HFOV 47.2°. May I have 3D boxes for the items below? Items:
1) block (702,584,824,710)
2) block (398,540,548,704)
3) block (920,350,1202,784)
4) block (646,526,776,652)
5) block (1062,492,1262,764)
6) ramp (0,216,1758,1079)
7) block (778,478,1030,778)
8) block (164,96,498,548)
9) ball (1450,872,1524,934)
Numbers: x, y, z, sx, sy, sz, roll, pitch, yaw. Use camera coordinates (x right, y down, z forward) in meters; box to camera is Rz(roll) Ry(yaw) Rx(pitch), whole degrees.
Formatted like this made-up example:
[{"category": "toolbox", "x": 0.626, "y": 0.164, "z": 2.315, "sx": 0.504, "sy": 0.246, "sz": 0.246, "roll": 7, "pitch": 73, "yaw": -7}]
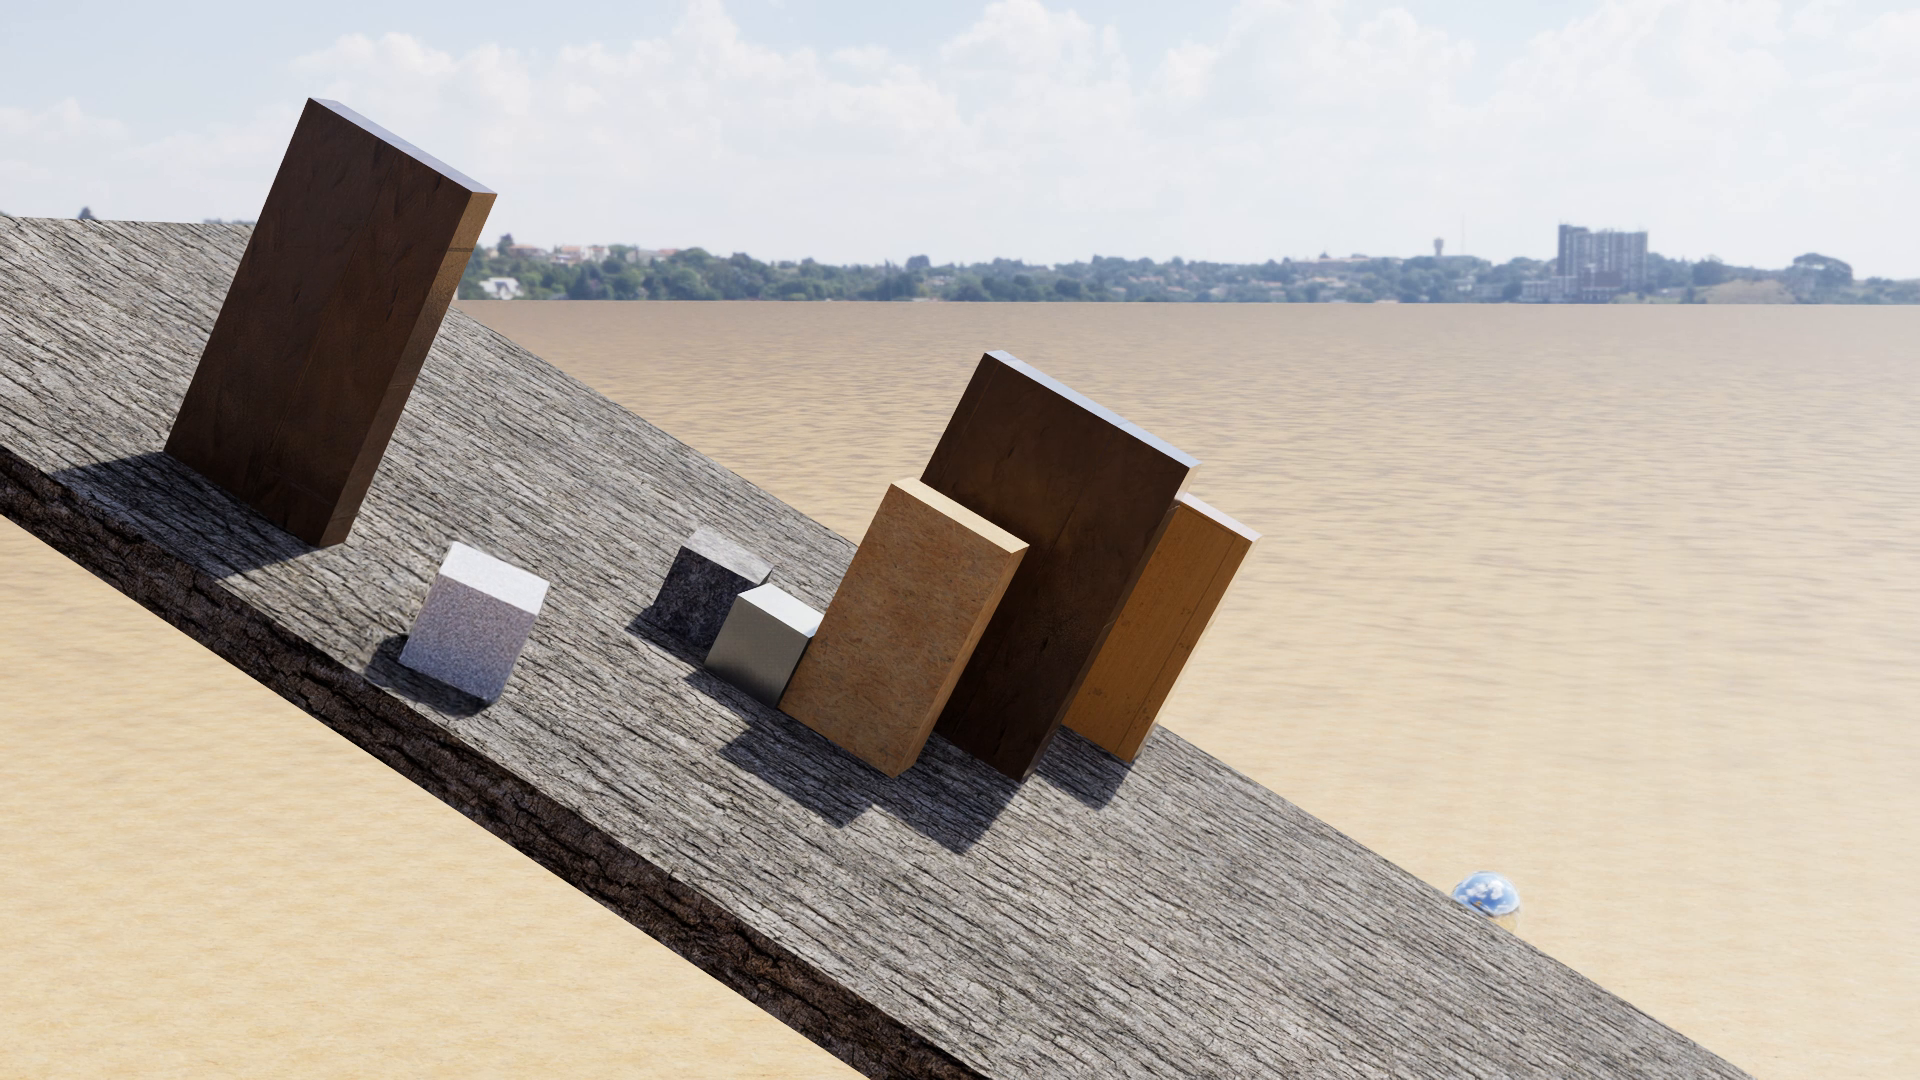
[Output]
[{"category": "block", "x": -0.345, "y": 0.193, "z": 4.014, "sx": 0.153, "sy": 0.153, "sz": 0.153, "roll": 30, "pitch": 14, "yaw": 11}, {"category": "block", "x": -0.762, "y": 0.128, "z": 3.456, "sx": 0.162, "sy": 0.162, "sz": 0.162, "roll": 25, "pitch": 14, "yaw": -11}, {"category": "block", "x": 0.097, "y": 0.050, "z": 4.222, "sx": 0.445, "sy": 0.694, "sz": 0.119, "roll": 30, "pitch": 14, "yaw": 12}, {"category": "block", "x": -0.466, "y": 0.097, "z": 4.122, "sx": 0.159, "sy": 0.159, "sz": 0.159, "roll": 27, "pitch": 14, "yaw": 0}, {"category": "block", "x": 0.366, "y": 0.155, "z": 4.655, "sx": 0.308, "sy": 0.543, "sz": 0.118, "roll": 30, "pitch": 14, "yaw": 12}, {"category": "ramp", "x": -0.221, "y": 0.367, "z": 4.147, "sx": 4.000, "sy": 0.100, "sz": 2.000, "roll": 30, "pitch": 14, "yaw": 12}, {"category": "block", "x": -0.103, "y": 0.156, "z": 3.943, "sx": 0.248, "sy": 0.468, "sz": 0.118, "roll": 30, "pitch": 14, "yaw": 12}, {"category": "block", "x": -1.046, "y": -0.356, "z": 3.634, "sx": 0.332, "sy": 0.656, "sz": 0.081, "roll": 30, "pitch": 14, "yaw": 12}, {"category": "ball", "x": 1.449, "y": 1.020, "z": 6.067, "sx": 0.202, "sy": 0.202, "sz": 0.202, "roll": 0, "pitch": 7, "yaw": 0}]
